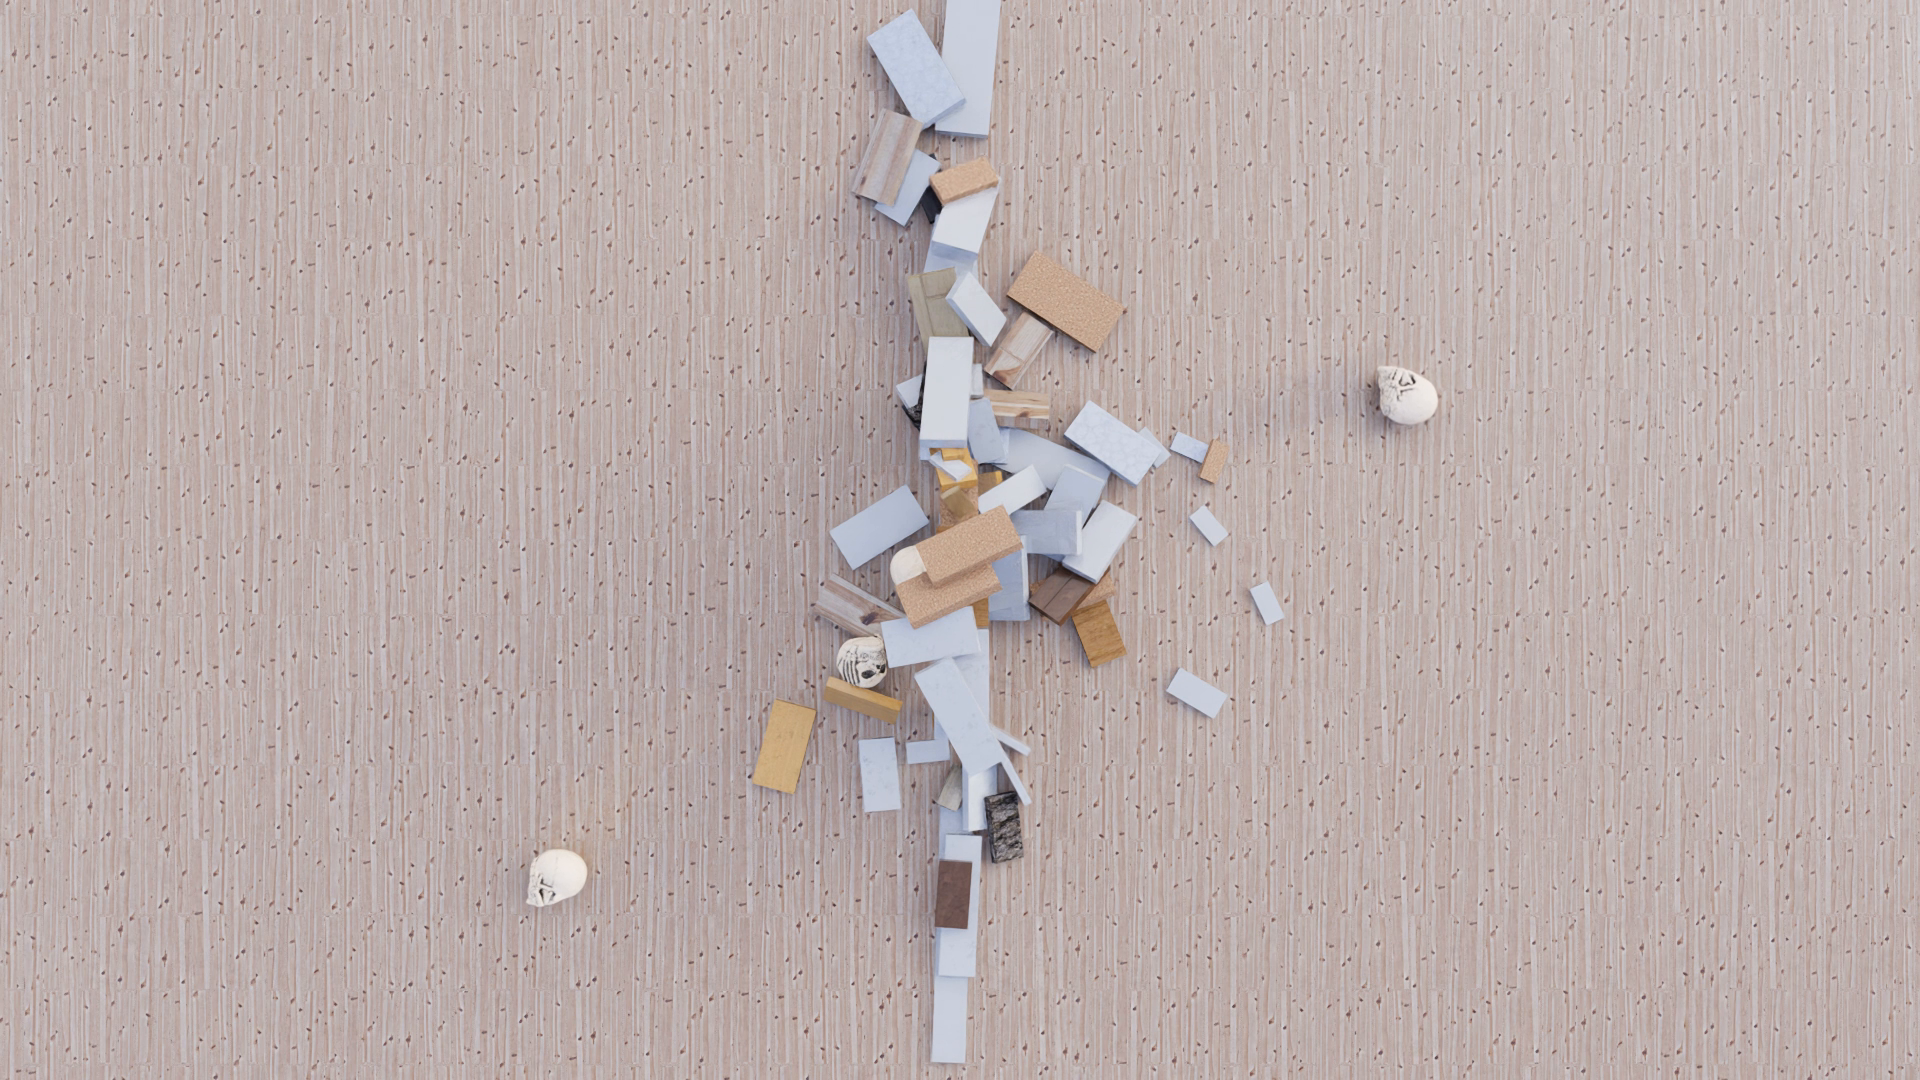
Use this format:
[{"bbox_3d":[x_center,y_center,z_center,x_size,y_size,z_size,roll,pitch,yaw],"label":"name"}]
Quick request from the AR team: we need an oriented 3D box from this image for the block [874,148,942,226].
[{"bbox_3d":[-0.171,-1.170,5.457,0.118,0.034,0.237,32,100,7],"label":"block"}]

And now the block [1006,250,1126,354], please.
[{"bbox_3d":[0.351,-0.791,5.475,0.354,0.050,0.177,33,90,0],"label":"block"}]

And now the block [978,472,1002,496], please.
[{"bbox_3d":[0.100,-0.121,5.456,0.101,0.029,0.203,-7,90,40],"label":"block"}]

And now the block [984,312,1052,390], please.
[{"bbox_3d":[0.194,-0.628,5.483,0.118,0.034,0.237,35,90,0],"label":"block"}]

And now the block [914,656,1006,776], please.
[{"bbox_3d":[0.002,0.543,5.079,0.127,0.036,0.364,-28,100,5],"label":"block"}]

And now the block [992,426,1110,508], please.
[{"bbox_3d":[0.257,-0.265,5.479,0.474,0.042,0.147,23,90,0],"label":"block"}]

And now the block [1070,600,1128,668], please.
[{"bbox_3d":[0.449,0.283,5.482,0.127,0.036,0.254,-21,90,0],"label":"block"}]

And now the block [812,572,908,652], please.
[{"bbox_3d":[-0.331,0.240,5.480,0.286,0.041,0.143,29,90,0],"label":"block"}]

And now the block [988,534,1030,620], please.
[{"bbox_3d":[0.153,0.124,5.440,0.139,0.040,0.279,-1,95,28],"label":"block"}]

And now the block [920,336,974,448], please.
[{"bbox_3d":[-0.040,-0.476,5.274,0.144,0.041,0.440,1,53,4],"label":"block"}]

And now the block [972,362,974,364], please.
[{"bbox_3d":[0.007,-0.567,5.381,0.067,0.019,0.134,6,54,2],"label":"block"}]

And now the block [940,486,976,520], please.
[{"bbox_3d":[-0.006,-0.118,5.163,0.063,0.126,0.018,-31,51,7],"label":"block"}]

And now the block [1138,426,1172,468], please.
[{"bbox_3d":[0.635,-0.309,5.491,0.064,0.018,0.128,-42,90,0],"label":"block"}]

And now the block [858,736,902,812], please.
[{"bbox_3d":[-0.266,0.778,5.483,0.119,0.034,0.238,-5,90,0],"label":"block"}]

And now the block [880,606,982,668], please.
[{"bbox_3d":[-0.090,0.299,5.094,0.286,0.041,0.143,-11,88,9],"label":"block"}]

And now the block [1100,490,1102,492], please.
[{"bbox_3d":[0.397,-0.149,5.442,0.133,0.019,0.067,-40,98,16],"label":"block"}]

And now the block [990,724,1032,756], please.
[{"bbox_3d":[0.148,0.652,5.454,0.183,0.091,0.026,30,90,0],"label":"block"}]

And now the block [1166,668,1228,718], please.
[{"bbox_3d":[0.787,0.508,5.487,0.183,0.026,0.091,30,90,0],"label":"block"}]

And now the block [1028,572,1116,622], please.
[{"bbox_3d":[0.373,0.165,5.449,0.261,0.037,0.131,-21,59,1],"label":"block"}]

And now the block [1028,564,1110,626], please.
[{"bbox_3d":[0.361,0.148,5.418,0.130,0.037,0.261,35,73,27],"label":"block"}]

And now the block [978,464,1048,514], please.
[{"bbox_3d":[0.162,-0.145,5.409,0.236,0.029,0.101,-32,97,-16],"label":"block"}]

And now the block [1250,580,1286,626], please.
[{"bbox_3d":[1.022,0.210,5.491,0.067,0.019,0.133,-25,90,0],"label":"block"}]

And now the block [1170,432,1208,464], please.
[{"bbox_3d":[0.769,-0.306,5.491,0.128,0.018,0.064,24,90,0],"label":"block"}]

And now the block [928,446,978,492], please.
[{"bbox_3d":[-0.027,-0.252,5.198,0.114,0.032,0.229,-10,49,-8],"label":"block"}]

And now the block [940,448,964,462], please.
[{"bbox_3d":[-0.031,-0.305,5.187,0.067,0.019,0.134,-8,49,-6],"label":"block"}]

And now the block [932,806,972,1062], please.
[{"bbox_3d":[-0.023,1.294,5.485,0.109,0.031,0.877,2,90,0],"label":"block"}]

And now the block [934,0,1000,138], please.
[{"bbox_3d":[0.033,-1.644,5.475,0.177,0.050,0.598,5,90,0],"label":"block"}]

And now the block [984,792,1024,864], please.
[{"bbox_3d":[0.146,0.950,5.457,0.109,0.031,0.219,-7,90,-33],"label":"block"}]

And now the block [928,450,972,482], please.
[{"bbox_3d":[-0.031,-0.234,5.149,0.063,0.018,0.126,-36,57,-27],"label":"block"}]

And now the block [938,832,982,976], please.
[{"bbox_3d":[0.001,1.206,5.452,0.119,0.034,0.464,3,90,0],"label":"block"}]

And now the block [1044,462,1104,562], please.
[{"bbox_3d":[0.347,-0.087,5.435,0.140,0.040,0.307,25,107,0],"label":"block"}]

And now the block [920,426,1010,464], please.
[{"bbox_3d":[0.016,-0.329,5.437,0.289,0.041,0.144,2,90,0],"label":"block"}]

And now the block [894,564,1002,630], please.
[{"bbox_3d":[-0.036,0.147,5.081,0.300,0.042,0.150,-25,56,0],"label":"block"}]

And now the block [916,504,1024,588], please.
[{"bbox_3d":[0.029,0.020,5.084,0.300,0.042,0.150,-25,60,0],"label":"block"}]

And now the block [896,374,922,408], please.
[{"bbox_3d":[-0.106,-0.435,5.412,0.114,0.032,0.229,-26,66,-14],"label":"block"}]
